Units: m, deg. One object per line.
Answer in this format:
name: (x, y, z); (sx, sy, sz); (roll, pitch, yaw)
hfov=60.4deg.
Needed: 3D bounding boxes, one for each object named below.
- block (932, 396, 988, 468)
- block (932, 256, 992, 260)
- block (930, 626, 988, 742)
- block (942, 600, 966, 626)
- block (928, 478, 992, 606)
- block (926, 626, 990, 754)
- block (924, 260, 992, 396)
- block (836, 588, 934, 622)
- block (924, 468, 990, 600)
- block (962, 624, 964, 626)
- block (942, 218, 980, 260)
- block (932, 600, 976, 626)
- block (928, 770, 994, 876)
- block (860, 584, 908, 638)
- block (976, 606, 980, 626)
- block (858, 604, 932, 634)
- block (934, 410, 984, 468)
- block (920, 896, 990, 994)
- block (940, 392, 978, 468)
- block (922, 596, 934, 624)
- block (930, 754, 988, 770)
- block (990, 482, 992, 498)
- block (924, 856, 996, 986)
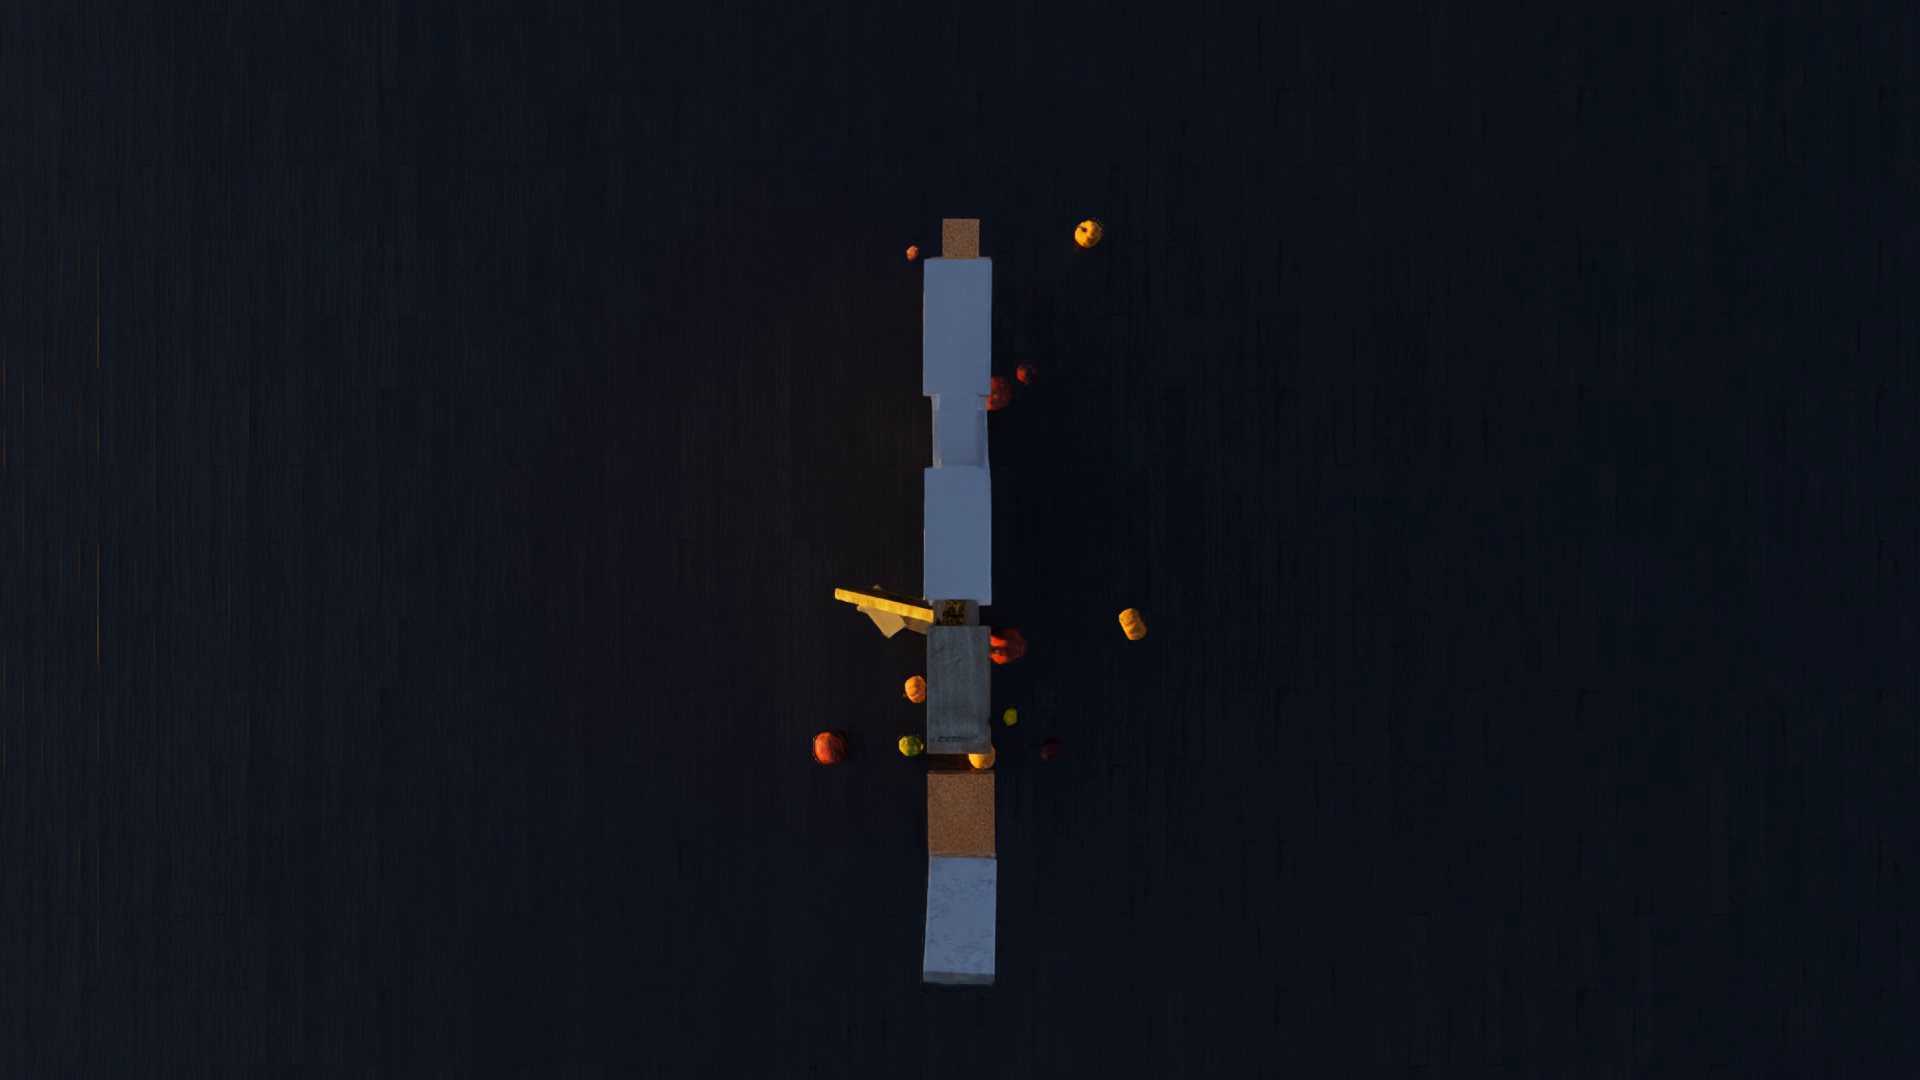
block: (0.000, -0.320, 4.519); (0.151, 0.043, 0.302); (-1, 90, 0)
block: (0.005, -0.645, 4.776); (0.171, 0.048, 0.341); (0, 90, 0)
block: (-0.003, 0.344, 3.948); (0.139, 0.039, 0.277); (0, 88, 0)
block: (-0.013, 0.171, 4.046); (0.052, 0.015, 0.104); (9, 92, 1)
block: (-0.001, 0.005, 4.426); (0.170, 0.048, 0.340); (0, 90, 0)
block: (-0.003, 0.387, 4.267); (0.164, 0.047, 0.329); (0, 88, 0)
block: (-0.006, -0.512, 3.989); (0.163, 0.046, 0.327); (0, 90, 0)
block: (-0.165, 0.180, 4.625); (0.108, 0.627, 0.030); (-2, 95, -30)
block: (-0.007, -0.014, 3.789); (0.150, 0.043, 0.301); (0, 89, 0)
block: (-0.016, 0.205, 4.107); (0.052, 0.103, 0.015); (-3, 89, 0)
block: (0.002, -0.781, 4.538); (0.100, 0.028, 0.200); (0, 90, 0)
block: (-0.011, 0.127, 4.172); (0.108, 0.030, 0.215); (2, 92, 0)
block: (0.004, 0.778, 4.332); (0.173, 0.049, 0.346); (0, 95, 0)
block: (-0.232, 0.215, 4.949); (0.075, 0.021, 0.149); (-38, 92, 16)
block: (-0.002, 0.269, 5.228); (0.127, 0.036, 0.254); (0, 90, 0)
block: (-0.191, 0.219, 5.032); (0.235, 0.021, 0.075); (21, 117, -20)
block: (-0.002, -0.197, 4.131); (0.126, 0.036, 0.253); (0, 90, 0)
block: (-0.004, 0.977, 4.793); (0.173, 1.426, 0.049); (2, 100, 0)
block: (-0.004, -0.261, 3.923); (0.088, 0.025, 0.176); (-1, 90, 0)
block: (-0.060, 0.219, 5.006); (0.075, 0.021, 0.149); (-37, 120, -5)
block: (-0.002, 0.505, 4.640); (0.160, 0.045, 0.320); (0, 90, 0)
block: (-0.002, -0.116, 3.962); (0.150, 0.301, 0.043); (-4, 90, 0)
block: (0.003, 0.958, 4.166); (0.173, 0.346, 0.049); (2, 131, 1)
